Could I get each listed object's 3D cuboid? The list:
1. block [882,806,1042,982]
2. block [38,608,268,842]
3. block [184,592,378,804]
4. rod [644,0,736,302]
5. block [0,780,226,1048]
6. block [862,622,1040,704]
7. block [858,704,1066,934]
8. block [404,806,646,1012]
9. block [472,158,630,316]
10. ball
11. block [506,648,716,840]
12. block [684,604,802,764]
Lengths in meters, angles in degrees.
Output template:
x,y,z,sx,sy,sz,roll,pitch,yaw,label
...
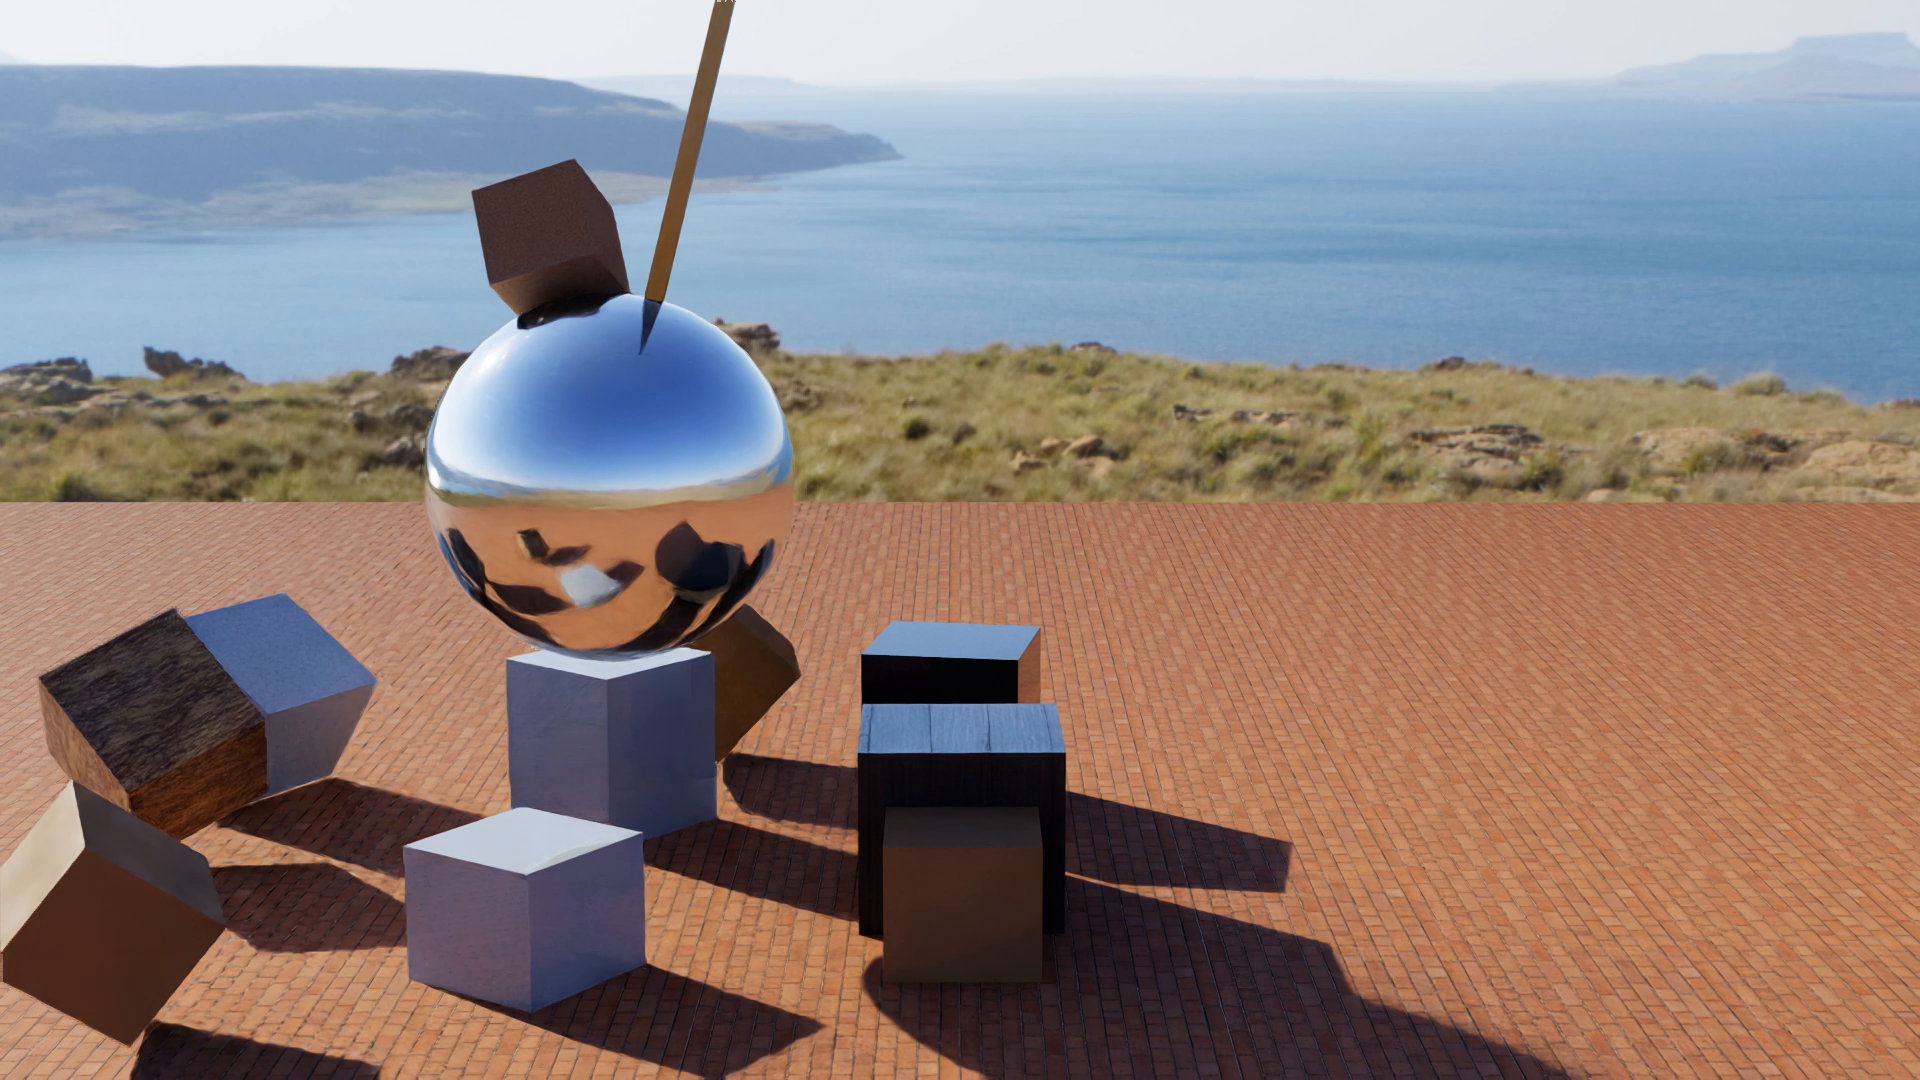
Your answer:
x,y,z,sx,sy,sz,roll,pitch,yaw,label
0.010,1.412,10.272,0.620,0.547,0.566,0,10,0,block
-3.622,0.883,11.552,0.675,0.600,0.737,-31,64,-32,block
-3.479,0.788,12.640,0.713,0.631,0.763,40,26,18,block
-0.655,-3.507,10.543,0.080,5.200,0.080,14,10,-3,rod
-3.141,1.360,9.377,0.602,0.562,0.585,38,1,-30,block
-0.033,0.880,12.465,0.748,0.808,0.753,2,10,10,block
0.003,1.175,10.941,0.851,0.774,0.830,0,10,-1,block
-1.710,1.442,10.115,0.655,0.544,0.658,7,12,33,block
-1.786,-1.291,11.246,0.478,0.464,0.508,-16,-20,6,block
-1.513,-0.270,11.131,1.600,1.600,1.600,0,10,0,ball
-1.644,0.941,12.133,0.676,0.807,0.695,8,13,38,block
-1.301,0.639,13.160,0.658,0.659,0.580,42,5,-15,block
